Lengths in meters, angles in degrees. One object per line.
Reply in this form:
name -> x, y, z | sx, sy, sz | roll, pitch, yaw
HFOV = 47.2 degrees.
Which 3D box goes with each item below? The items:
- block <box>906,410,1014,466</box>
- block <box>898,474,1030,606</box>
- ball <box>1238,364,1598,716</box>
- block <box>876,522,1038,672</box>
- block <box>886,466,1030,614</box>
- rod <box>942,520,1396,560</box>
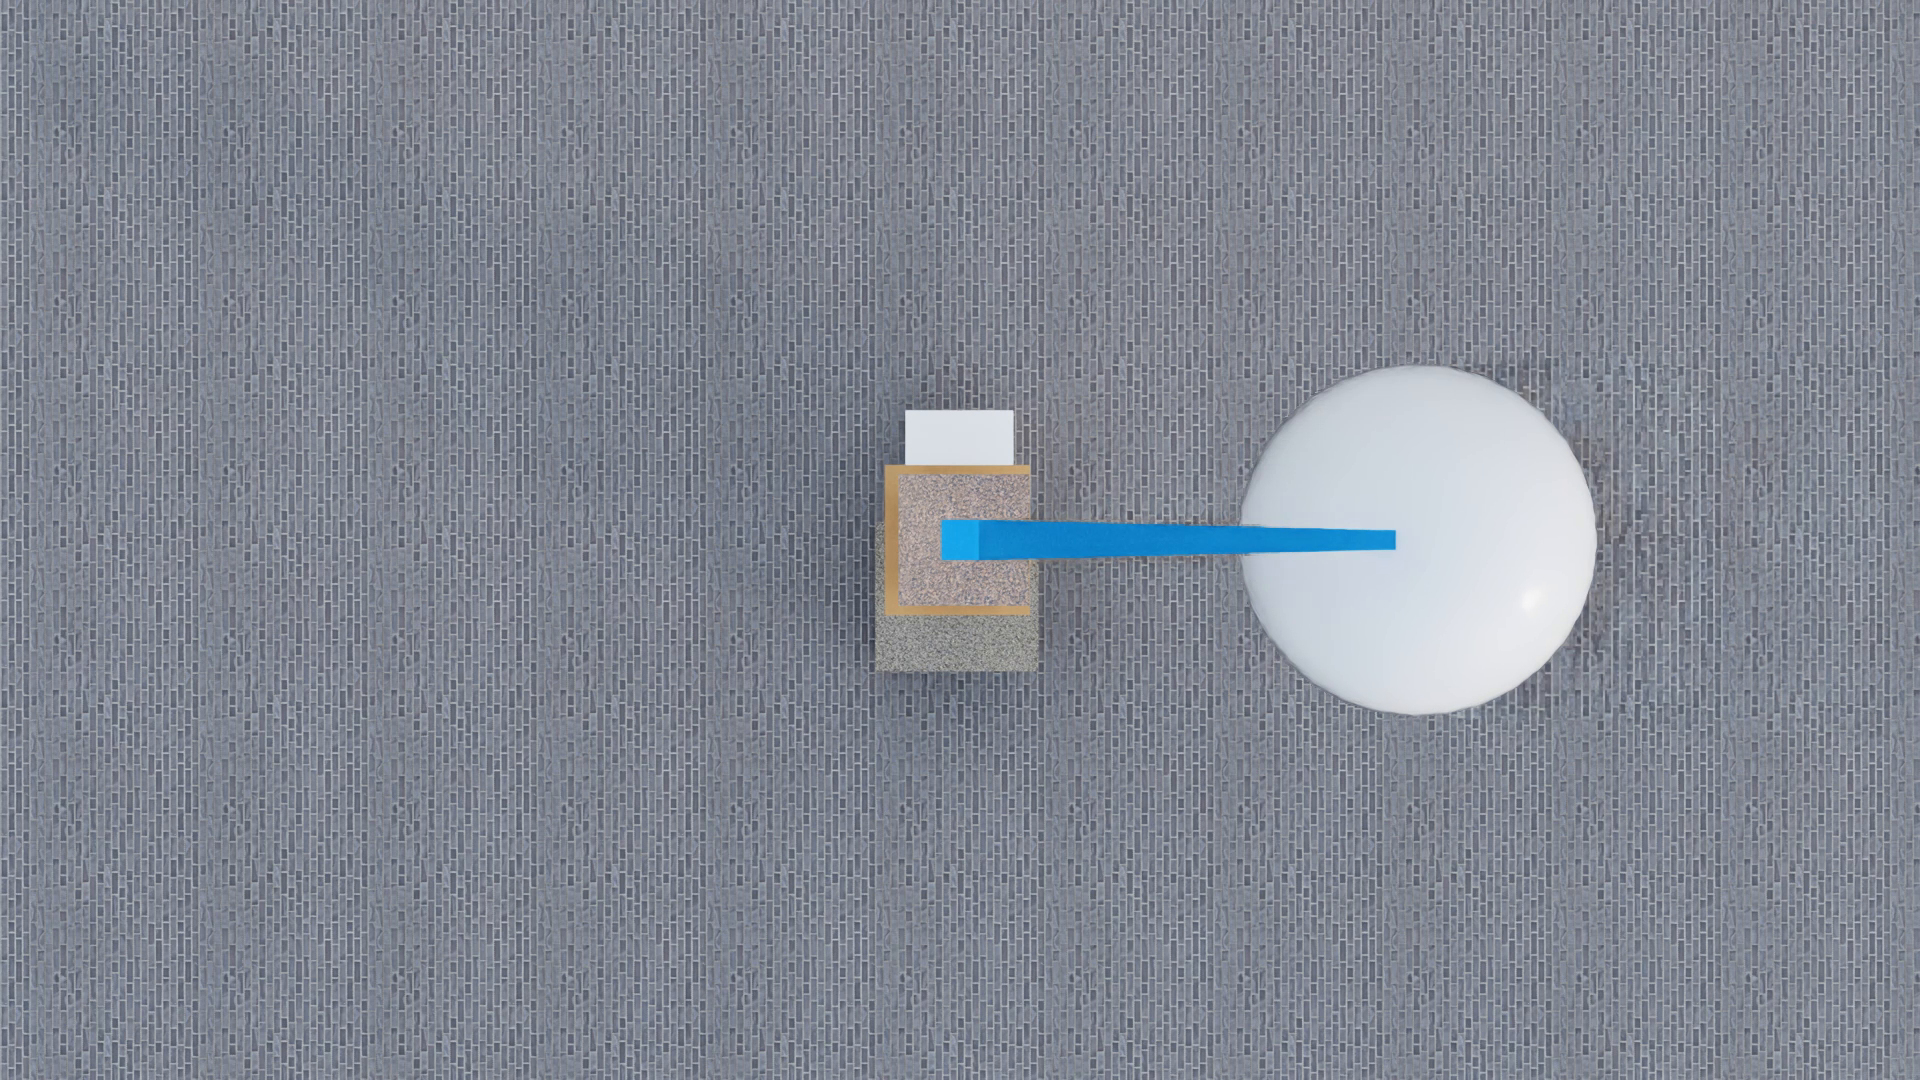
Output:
block -> -0.003, -0.422, 12.716 | 0.609, 0.568, 0.622 | 0, 90, 0
block -> 0.016, 0.000, 8.915 | 0.516, 0.501, 0.518 | 0, 90, 0
ball -> 2.074, 0.000, 10.029 | 1.600, 1.600, 1.600 | 0, 90, 0
block -> -0.017, 0.316, 12.633 | 0.911, 0.734, 0.834 | 0, 90, 0
block -> -0.011, 0.000, 10.472 | 0.672, 0.550, 0.695 | 0, 90, 0
rod -> 0.899, 0.000, 6.838 | 0.080, 5.200, 0.080 | 0, 90, 20
